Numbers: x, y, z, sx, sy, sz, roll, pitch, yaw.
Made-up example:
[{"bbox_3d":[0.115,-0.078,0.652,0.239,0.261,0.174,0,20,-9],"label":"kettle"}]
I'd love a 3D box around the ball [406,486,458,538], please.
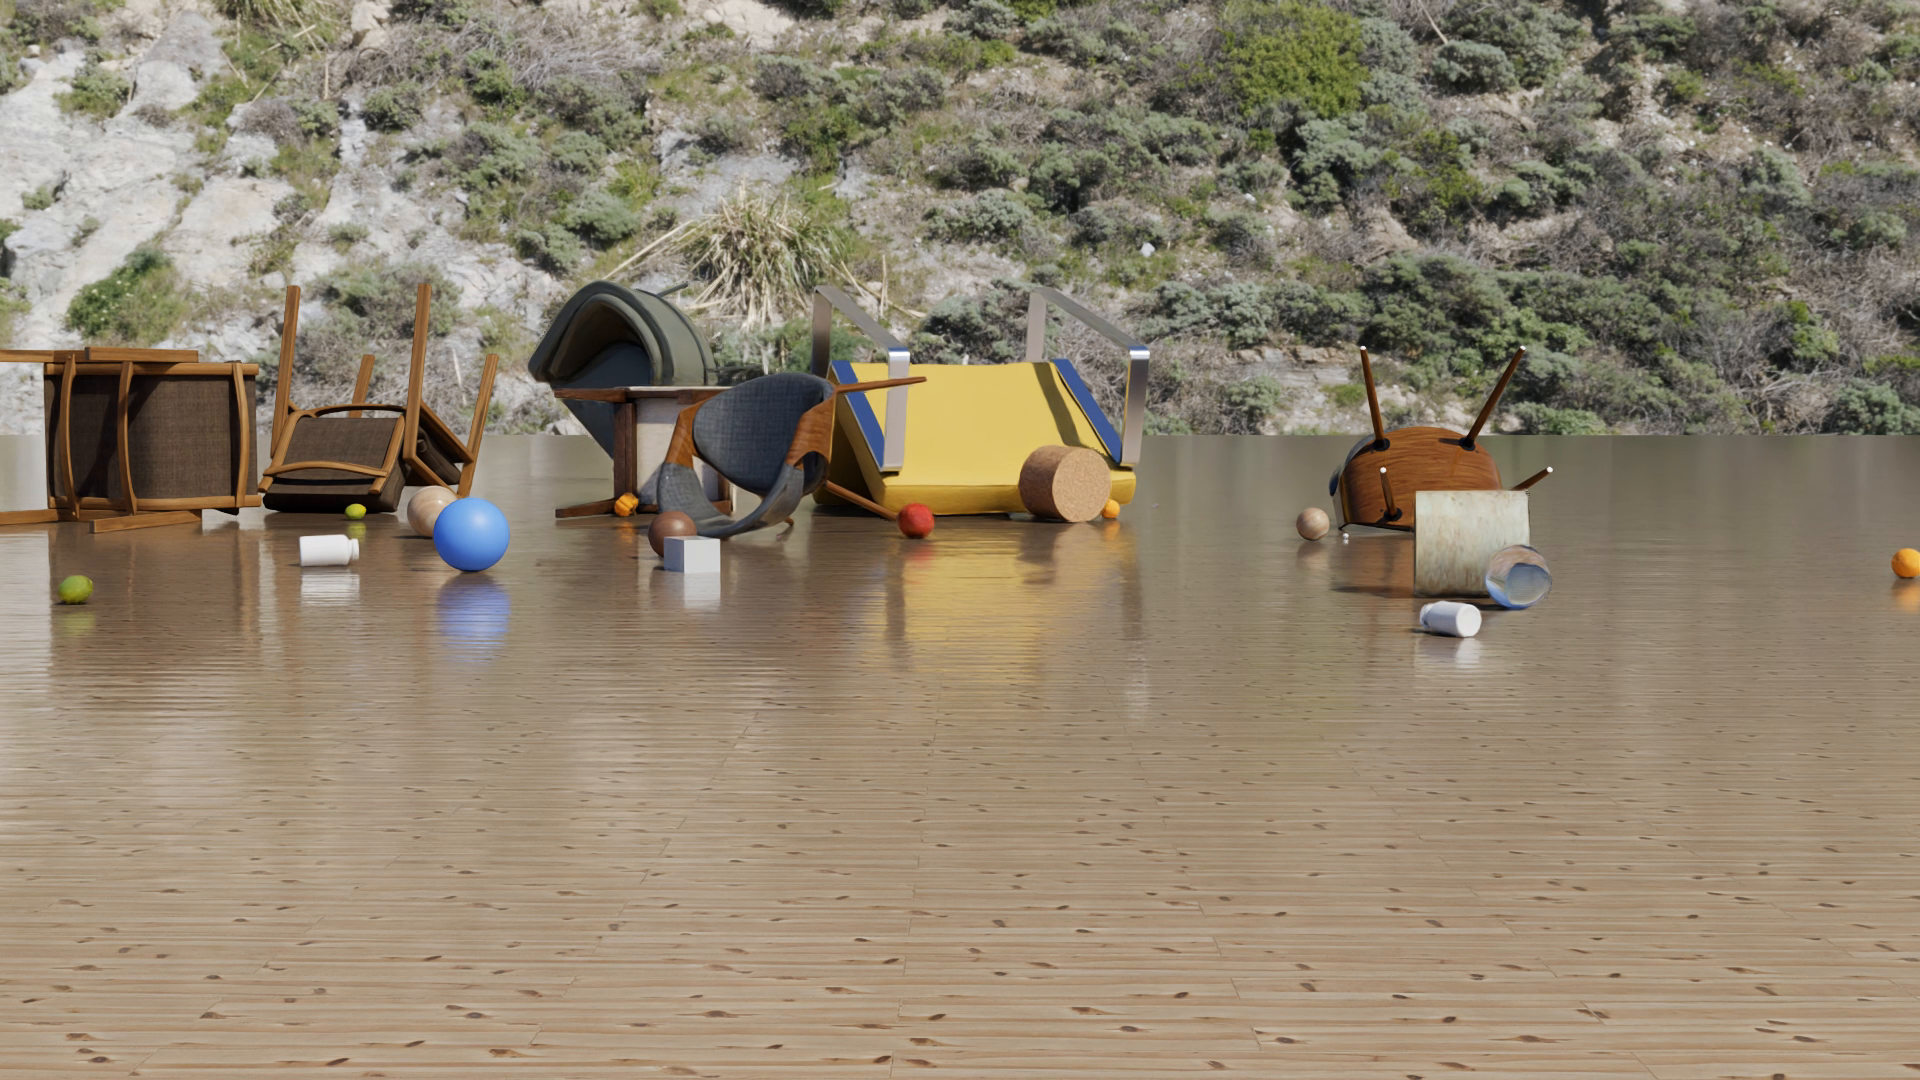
[{"bbox_3d":[-1.578,-0.084,6.595,0.161,0.161,0.161,0,4,0],"label":"ball"}]

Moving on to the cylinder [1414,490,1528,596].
[{"bbox_3d":[1.103,0.008,4.759,0.232,0.230,0.228,1,-31,10],"label":"cylinder"}]

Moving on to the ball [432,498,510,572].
[{"bbox_3d":[-1.198,-0.013,5.392,0.184,0.184,0.184,0,4,0],"label":"ball"}]

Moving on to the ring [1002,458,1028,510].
[{"bbox_3d":[0.249,-0.207,8.271,0.173,0.153,0.420,1,12,-9],"label":"ring"}]

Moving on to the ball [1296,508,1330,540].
[{"bbox_3d":[1.045,-0.047,6.511,0.100,0.100,0.100,0,4,0],"label":"ball"}]

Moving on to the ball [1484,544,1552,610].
[{"bbox_3d":[1.136,0.076,4.480,0.133,0.133,0.133,0,4,0],"label":"ball"}]

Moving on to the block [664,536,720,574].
[{"bbox_3d":[-0.665,0.035,5.450,0.094,0.080,0.140,-2,4,-28],"label":"block"}]

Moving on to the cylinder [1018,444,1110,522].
[{"bbox_3d":[0.355,-0.192,7.460,0.232,0.252,0.215,15,-2,-30],"label":"cylinder"}]
